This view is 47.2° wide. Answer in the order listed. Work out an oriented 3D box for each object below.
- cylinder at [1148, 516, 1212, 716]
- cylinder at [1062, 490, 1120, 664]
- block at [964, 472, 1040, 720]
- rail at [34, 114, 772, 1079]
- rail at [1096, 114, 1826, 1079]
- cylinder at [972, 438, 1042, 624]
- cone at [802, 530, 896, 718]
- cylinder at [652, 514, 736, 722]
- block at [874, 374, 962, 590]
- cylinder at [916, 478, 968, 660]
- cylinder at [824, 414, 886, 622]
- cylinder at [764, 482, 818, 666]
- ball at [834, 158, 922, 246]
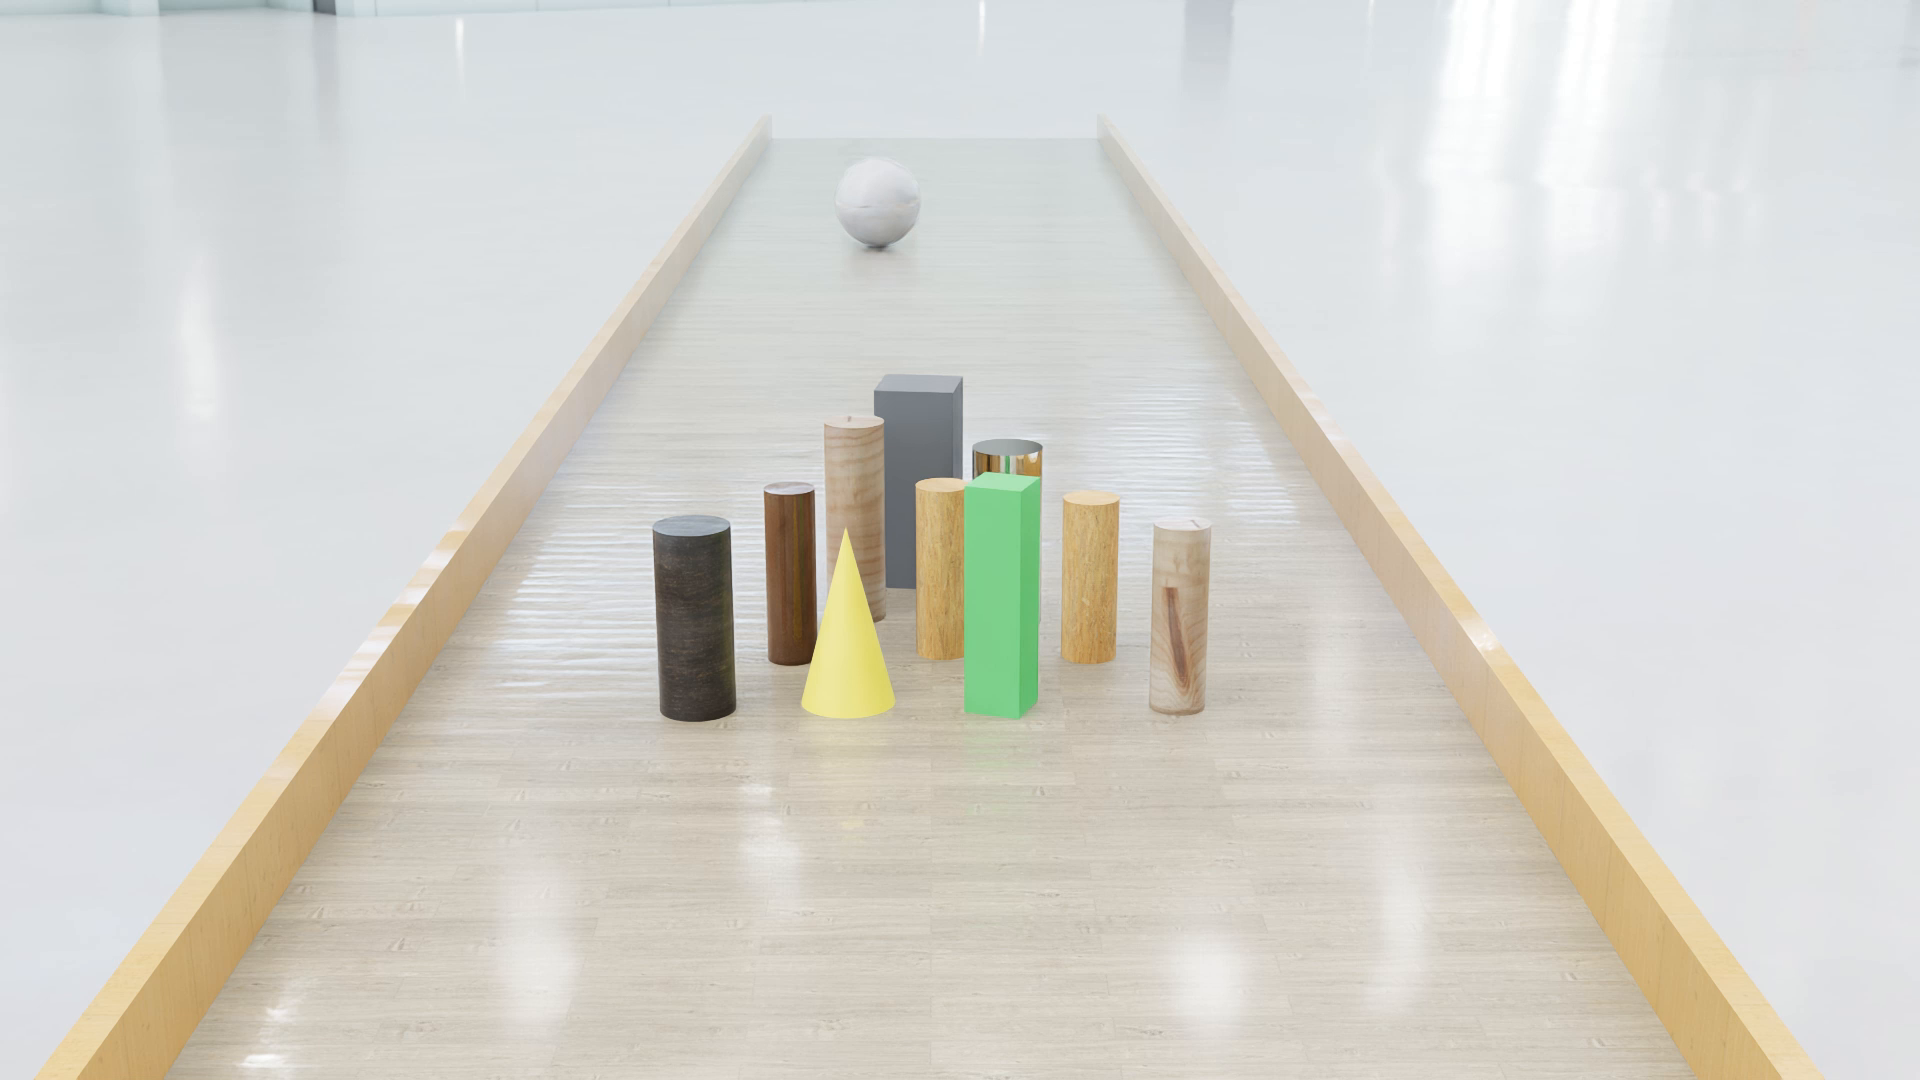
[{"bbox_3d":[0.412,0.141,4.118,0.106,0.361,0.106,0,17,0],"label":"cylinder"},{"bbox_3d":[0.260,0.074,4.400,0.111,0.329,0.111,0,17,0],"label":"cylinder"},{"bbox_3d":[0.078,0.104,4.106,0.109,0.440,0.109,6,18,20],"label":"block"},{"bbox_3d":[-1.118,-0.838,7.780,0.050,0.150,12.000,0,17,-1],"label":"rail"},{"bbox_3d":[0.932,-0.844,7.801,0.050,0.150,12.000,0,17,-1],"label":"rail"},{"bbox_3d":[0.099,-0.012,4.607,0.147,0.376,0.147,0,17,0],"label":"cylinder"},{"bbox_3d":[-0.213,0.141,4.143,0.180,0.347,0.180,0,17,0],"label":"cone"},{"bbox_3d":[-0.495,0.145,4.106,0.144,0.360,0.144,0,17,0],"label":"cylinder"},{"bbox_3d":[-0.090,-0.130,4.881,0.173,0.446,0.173,2,17,7],"label":"block"},{"bbox_3d":[-0.034,0.058,4.417,0.108,0.350,0.108,0,17,0],"label":"cylinder"},{"bbox_3d":[-0.220,-0.043,4.624,0.125,0.425,0.125,0,17,0],"label":"cylinder"},{"bbox_3d":[-0.337,0.067,4.381,0.101,0.354,0.101,0,17,0],"label":"cylinder"},{"bbox_3d":[-0.353,-1.453,9.452,0.377,0.377,0.377,0,17,0],"label":"ball"}]
